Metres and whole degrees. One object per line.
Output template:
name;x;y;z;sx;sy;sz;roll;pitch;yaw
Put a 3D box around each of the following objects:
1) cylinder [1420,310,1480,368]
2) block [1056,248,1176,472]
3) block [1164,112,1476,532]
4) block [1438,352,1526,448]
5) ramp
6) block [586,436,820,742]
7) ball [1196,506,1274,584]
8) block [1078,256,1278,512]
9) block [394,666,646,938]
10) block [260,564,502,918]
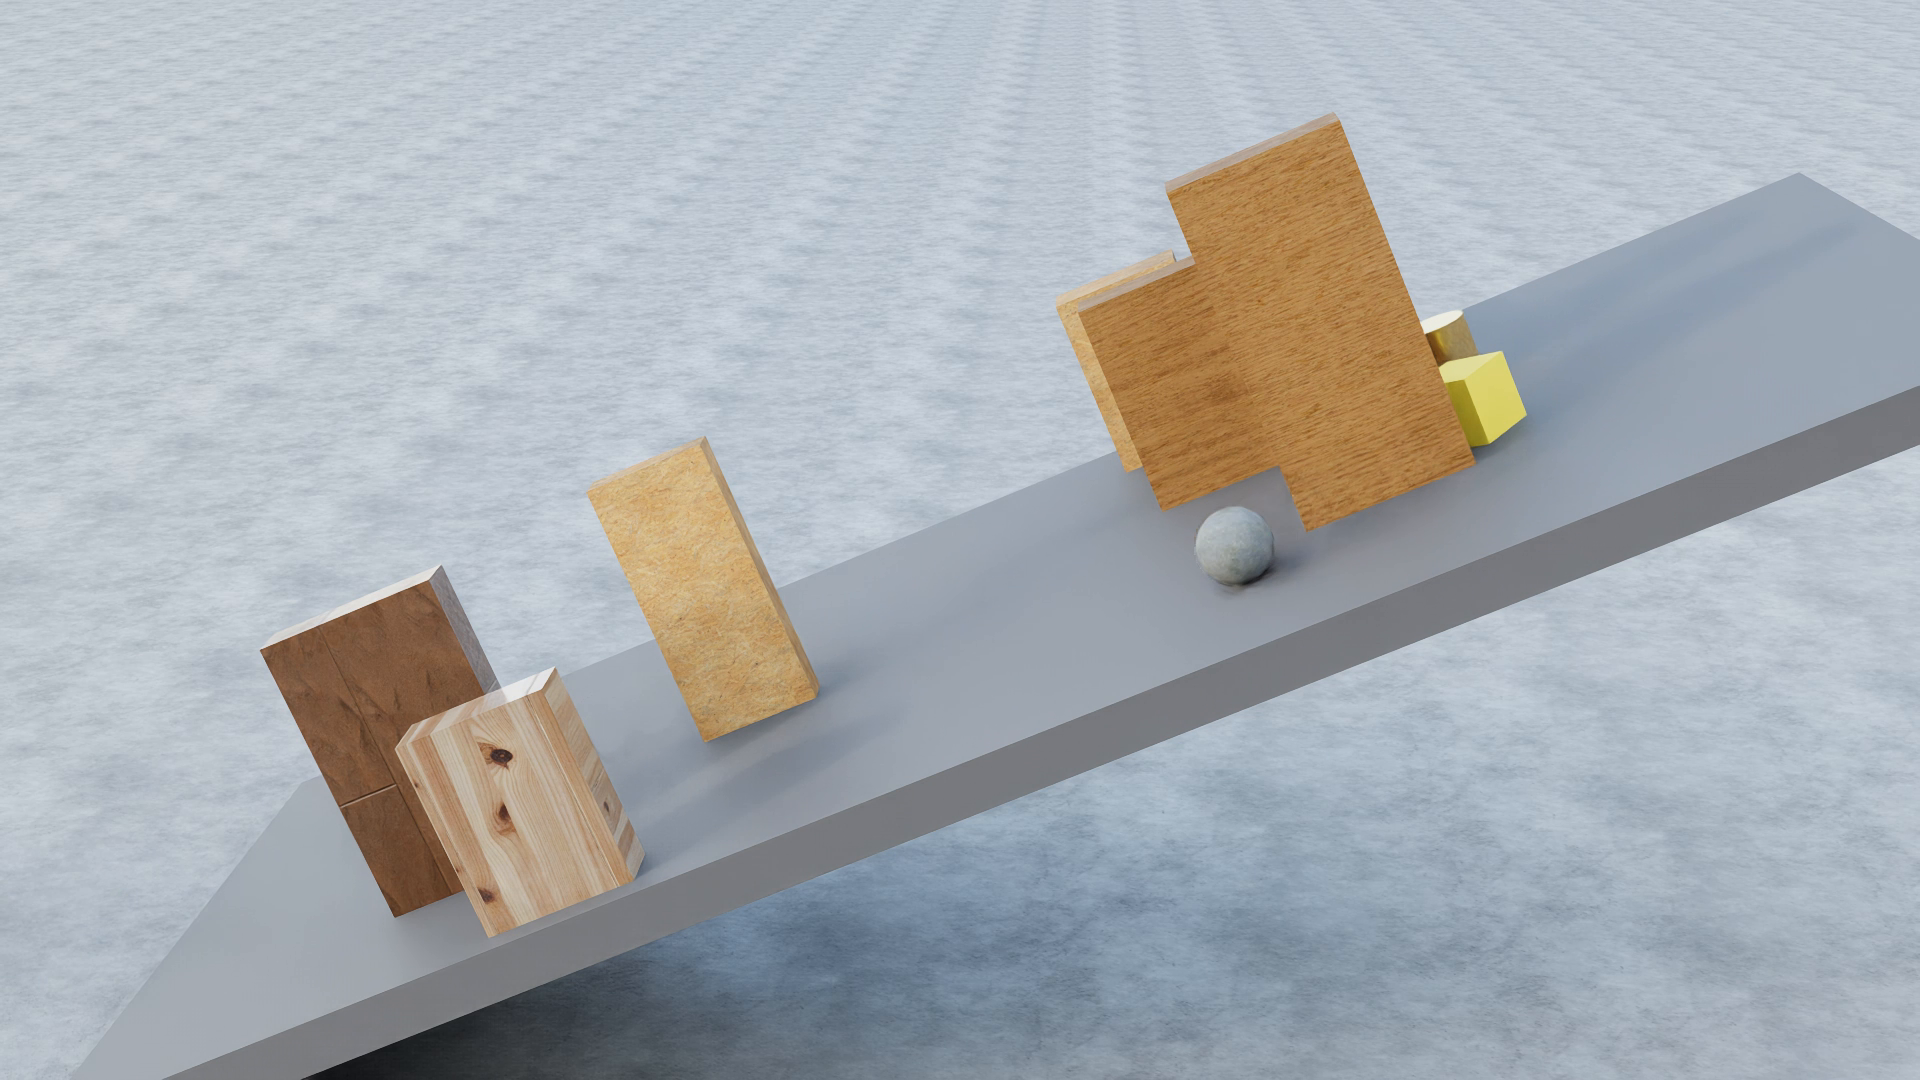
cylinder;1.060;-0.411;6.440;0.138;0.138;0.138;-23;12;5
block;0.446;-0.424;6.943;0.295;0.429;0.145;-22;13;8
block;0.707;-0.426;5.774;0.357;0.730;0.142;-22;13;8
block;1.026;-0.278;5.940;0.142;0.142;0.142;-10;19;48
ramp;0.129;0.171;6.286;4.000;0.100;2.000;-22;13;8
block;-0.536;0.105;6.179;0.260;0.590;0.089;-22;13;8
ball;0.528;0.011;5.640;0.150;0.150;0.150;0;15;0
block;0.528;-0.363;6.424;0.386;0.480;0.126;-22;13;8
block;-0.823;0.493;5.529;0.303;0.405;0.143;-22;13;8
block;-1.087;0.405;5.897;0.374;0.611;0.117;-22;13;8
